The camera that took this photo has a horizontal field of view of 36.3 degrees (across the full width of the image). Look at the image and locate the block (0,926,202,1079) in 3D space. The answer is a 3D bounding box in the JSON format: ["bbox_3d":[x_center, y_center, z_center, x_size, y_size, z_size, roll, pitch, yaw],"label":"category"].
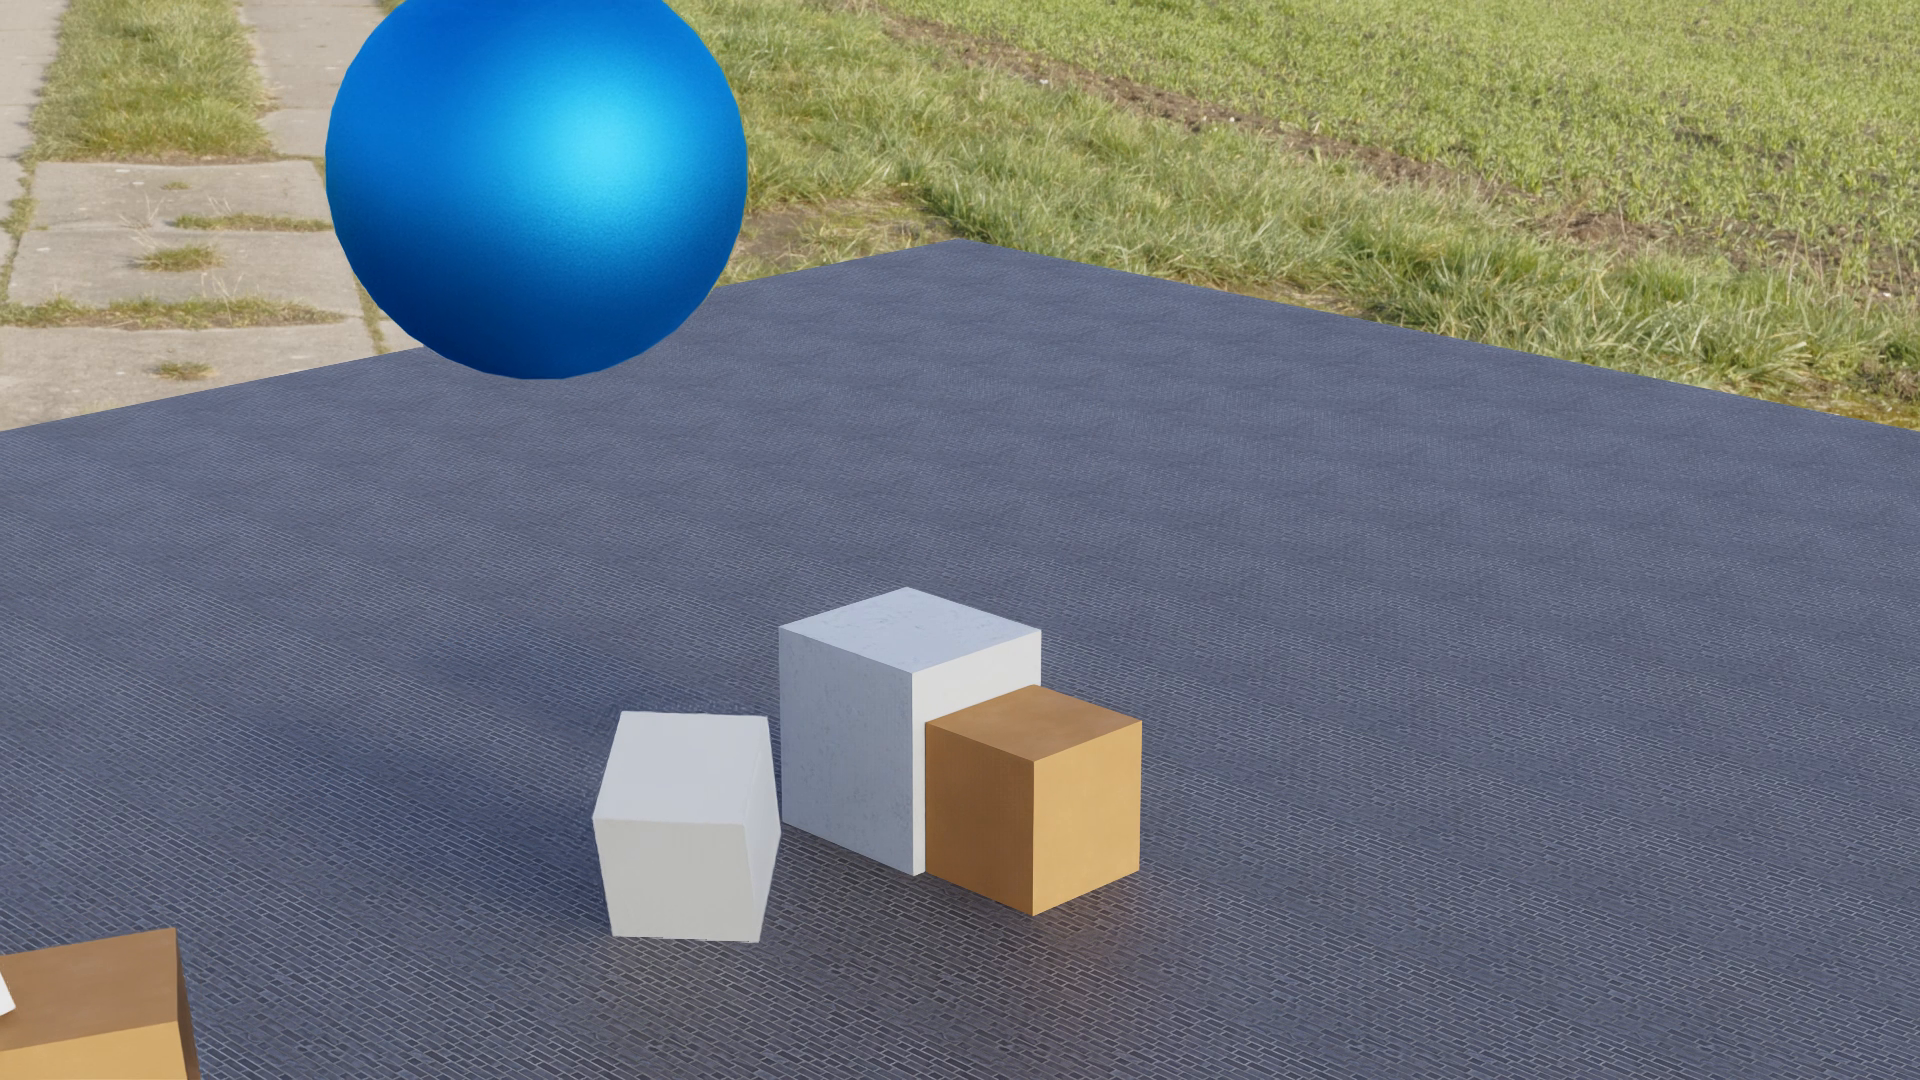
[{"bbox_3d":[-3.154,1.999,10.473,0.821,0.852,0.786,-8,19,-13],"label":"block"}]

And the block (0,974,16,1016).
[{"bbox_3d":[-3.766,1.382,10.104,0.616,0.686,0.637,-28,24,-28],"label":"block"}]

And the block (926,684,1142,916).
[{"bbox_3d":[0.335,1.173,13.384,0.709,0.737,0.677,-17,24,-42],"label":"block"}]

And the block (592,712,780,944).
[{"bbox_3d":[-1.181,1.253,12.815,0.646,0.727,0.665,2,40,6],"label":"block"}]

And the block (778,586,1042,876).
[{"bbox_3d":[-0.236,0.885,13.880,0.838,0.989,0.904,-17,24,-42],"label":"block"}]

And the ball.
[{"bbox_3d":[-1.611,-1.413,11.208,1.600,1.600,1.600,0,17,0],"label":"ball"}]
